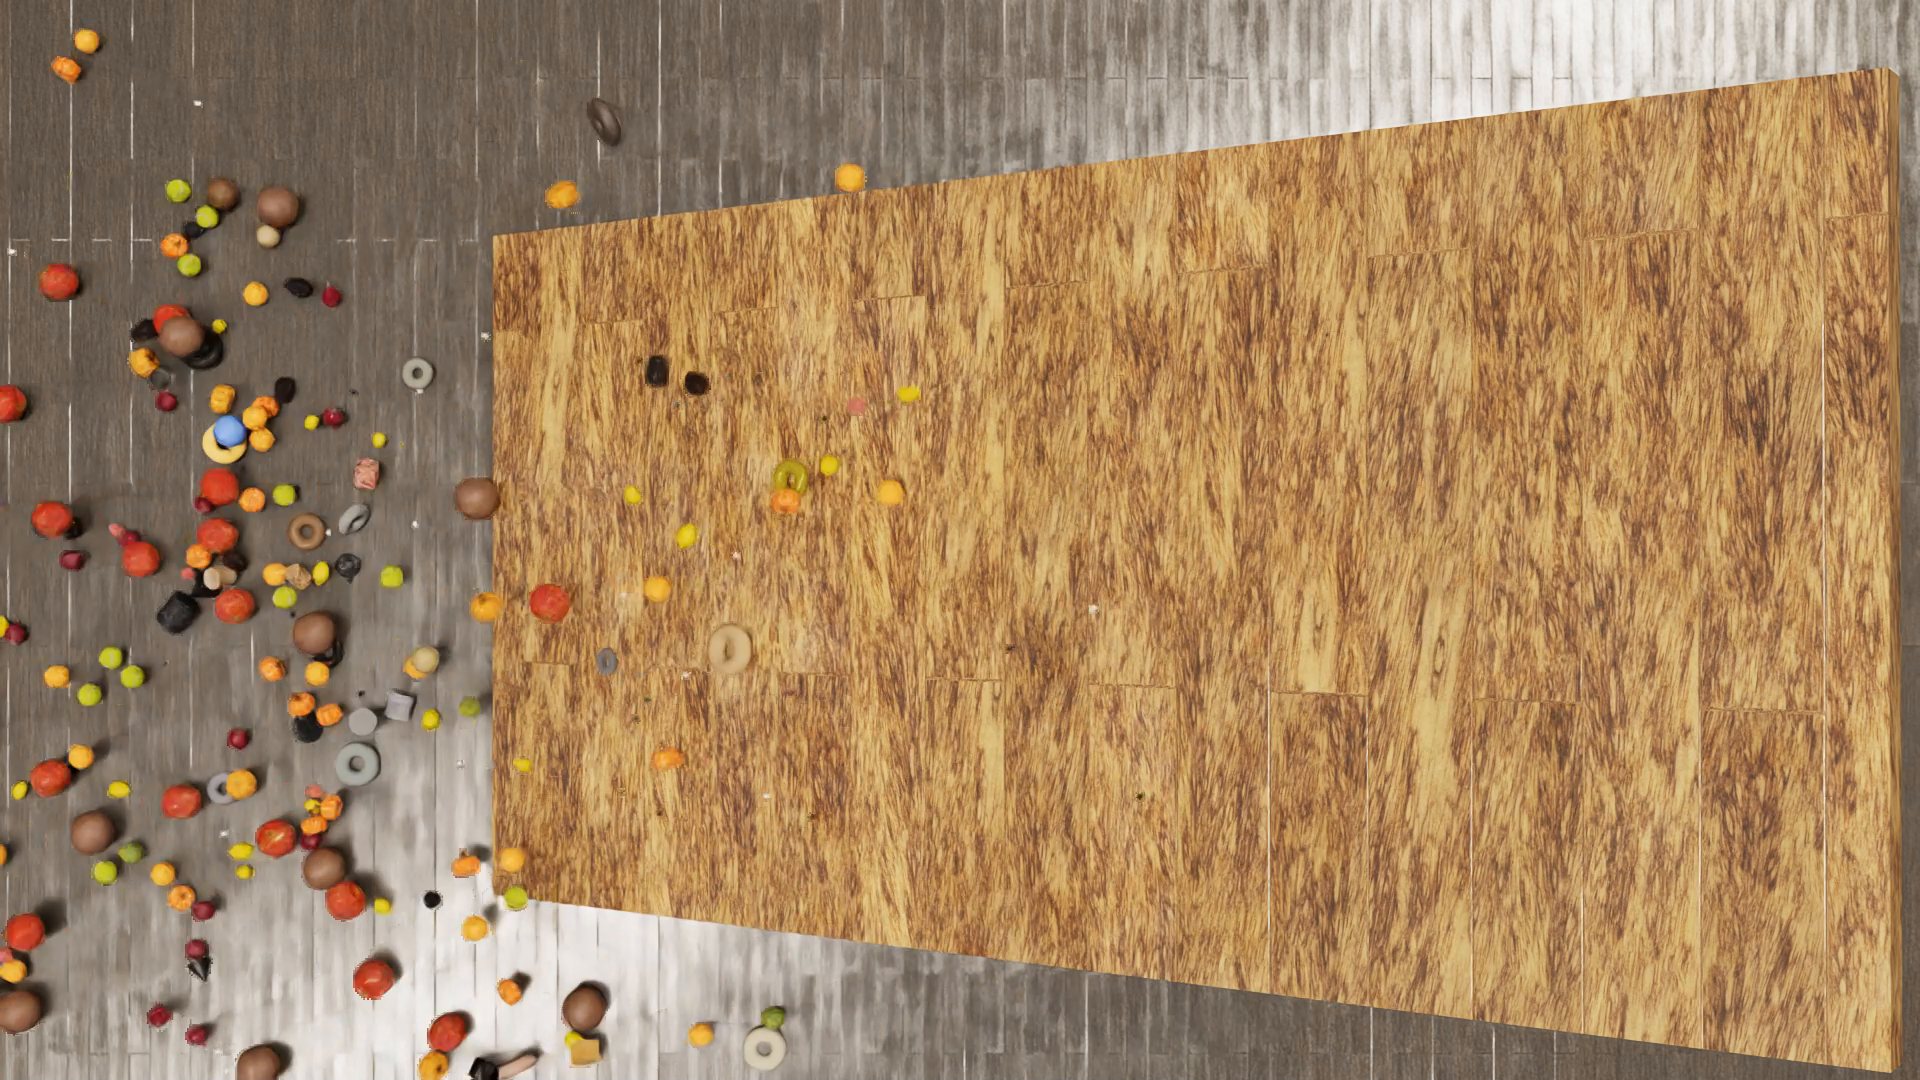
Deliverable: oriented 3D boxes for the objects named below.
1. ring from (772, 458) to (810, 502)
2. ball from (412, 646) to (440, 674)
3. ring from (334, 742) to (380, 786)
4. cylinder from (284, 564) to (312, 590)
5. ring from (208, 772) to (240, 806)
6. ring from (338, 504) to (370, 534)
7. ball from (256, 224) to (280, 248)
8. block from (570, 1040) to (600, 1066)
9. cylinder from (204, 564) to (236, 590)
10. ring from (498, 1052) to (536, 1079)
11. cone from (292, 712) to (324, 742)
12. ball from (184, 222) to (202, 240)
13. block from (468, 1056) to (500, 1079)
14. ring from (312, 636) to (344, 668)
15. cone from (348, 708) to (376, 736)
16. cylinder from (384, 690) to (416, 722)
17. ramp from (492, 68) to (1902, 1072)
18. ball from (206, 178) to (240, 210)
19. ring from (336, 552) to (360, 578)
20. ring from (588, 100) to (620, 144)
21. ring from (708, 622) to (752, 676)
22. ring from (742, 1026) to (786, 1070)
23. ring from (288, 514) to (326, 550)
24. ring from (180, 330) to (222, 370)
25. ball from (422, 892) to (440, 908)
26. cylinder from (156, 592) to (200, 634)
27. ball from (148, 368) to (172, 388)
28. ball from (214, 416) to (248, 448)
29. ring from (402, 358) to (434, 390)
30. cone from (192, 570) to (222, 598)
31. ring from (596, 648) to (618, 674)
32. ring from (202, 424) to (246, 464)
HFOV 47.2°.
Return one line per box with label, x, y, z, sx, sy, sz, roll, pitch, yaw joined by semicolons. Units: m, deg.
ring;-0.460;-0.163;5.981;0.117;0.039;0.117;-2;87;36
ball;-1.618;0.362;6.659;0.084;0.084;0.084;0;90;0
ring;-1.847;0.687;6.734;0.139;0.046;0.139;0;90;-1
cylinder;-2.022;0.111;6.720;0.059;0.059;0.059;-38;131;0
ring;-2.255;0.761;6.739;0.103;0.034;0.103;0;87;-3
ring;-1.850;-0.063;6.708;0.036;0.109;0.109;40;90;17
ball;-2.118;-0.931;6.734;0.070;0.070;0.070;0;90;0
block;-1.138;1.555;6.673;0.062;0.062;0.062;-30;60;40
cylinder;-2.259;0.114;6.714;0.069;0.069;0.069;6;103;28
ring;-1.346;1.601;6.689;0.122;0.122;0.041;-31;74;0
cone;-2.004;0.574;6.708;0.098;0.098;0.098;0;90;0
ball;-2.352;-0.950;6.741;0.056;0.056;0.056;0;90;0
block;-1.447;1.619;6.701;0.061;0.061;0.061;13;72;41
ring;-1.938;0.343;6.744;0.098;0.033;0.098;0;91;0
cone;-1.821;0.561;6.717;0.083;0.083;0.083;2;77;-9
cylinder;-1.713;0.505;6.719;0.077;0.077;0.077;18;88;0
ramp;0.243;0.067;5.568;4.000;0.100;2.000;0;89;35
ball;-2.252;-1.057;6.717;0.097;0.097;0.097;0;90;0
ring;-1.878;0.076;6.749;0.078;0.026;0.078;0;88;1
ring;-1.083;-1.275;6.702;0.049;0.148;0.148;-31;90;-18
ring;-0.639;0.302;6.097;0.149;0.050;0.149;-3;85;38
ring;-0.598;1.557;6.728;0.136;0.045;0.136;0;91;0
ring;-2.003;-0.024;6.743;0.116;0.039;0.116;0;92;1
ring;-2.323;-0.584;6.734;0.131;0.044;0.131;0;74;0
ball;-1.616;1.101;6.727;0.053;0.053;0.053;0;90;0
cylinder;-2.383;0.221;6.701;0.091;0.091;0.091;42;100;0
ball;-2.433;-0.493;6.690;0.065;0.065;0.065;0;90;0
ball;-2.216;-0.331;6.676;0.097;0.097;0.097;0;90;0
ring;-1.664;-0.512;6.748;0.097;0.032;0.097;0;91;5
cone;-2.330;0.156;6.740;0.093;0.093;0.093;-31;90;26
ring;-1.025;0.352;6.384;0.077;0.026;0.077;0;91;34
ring;-2.252;-0.298;6.734;0.130;0.043;0.130;2;83;-17
